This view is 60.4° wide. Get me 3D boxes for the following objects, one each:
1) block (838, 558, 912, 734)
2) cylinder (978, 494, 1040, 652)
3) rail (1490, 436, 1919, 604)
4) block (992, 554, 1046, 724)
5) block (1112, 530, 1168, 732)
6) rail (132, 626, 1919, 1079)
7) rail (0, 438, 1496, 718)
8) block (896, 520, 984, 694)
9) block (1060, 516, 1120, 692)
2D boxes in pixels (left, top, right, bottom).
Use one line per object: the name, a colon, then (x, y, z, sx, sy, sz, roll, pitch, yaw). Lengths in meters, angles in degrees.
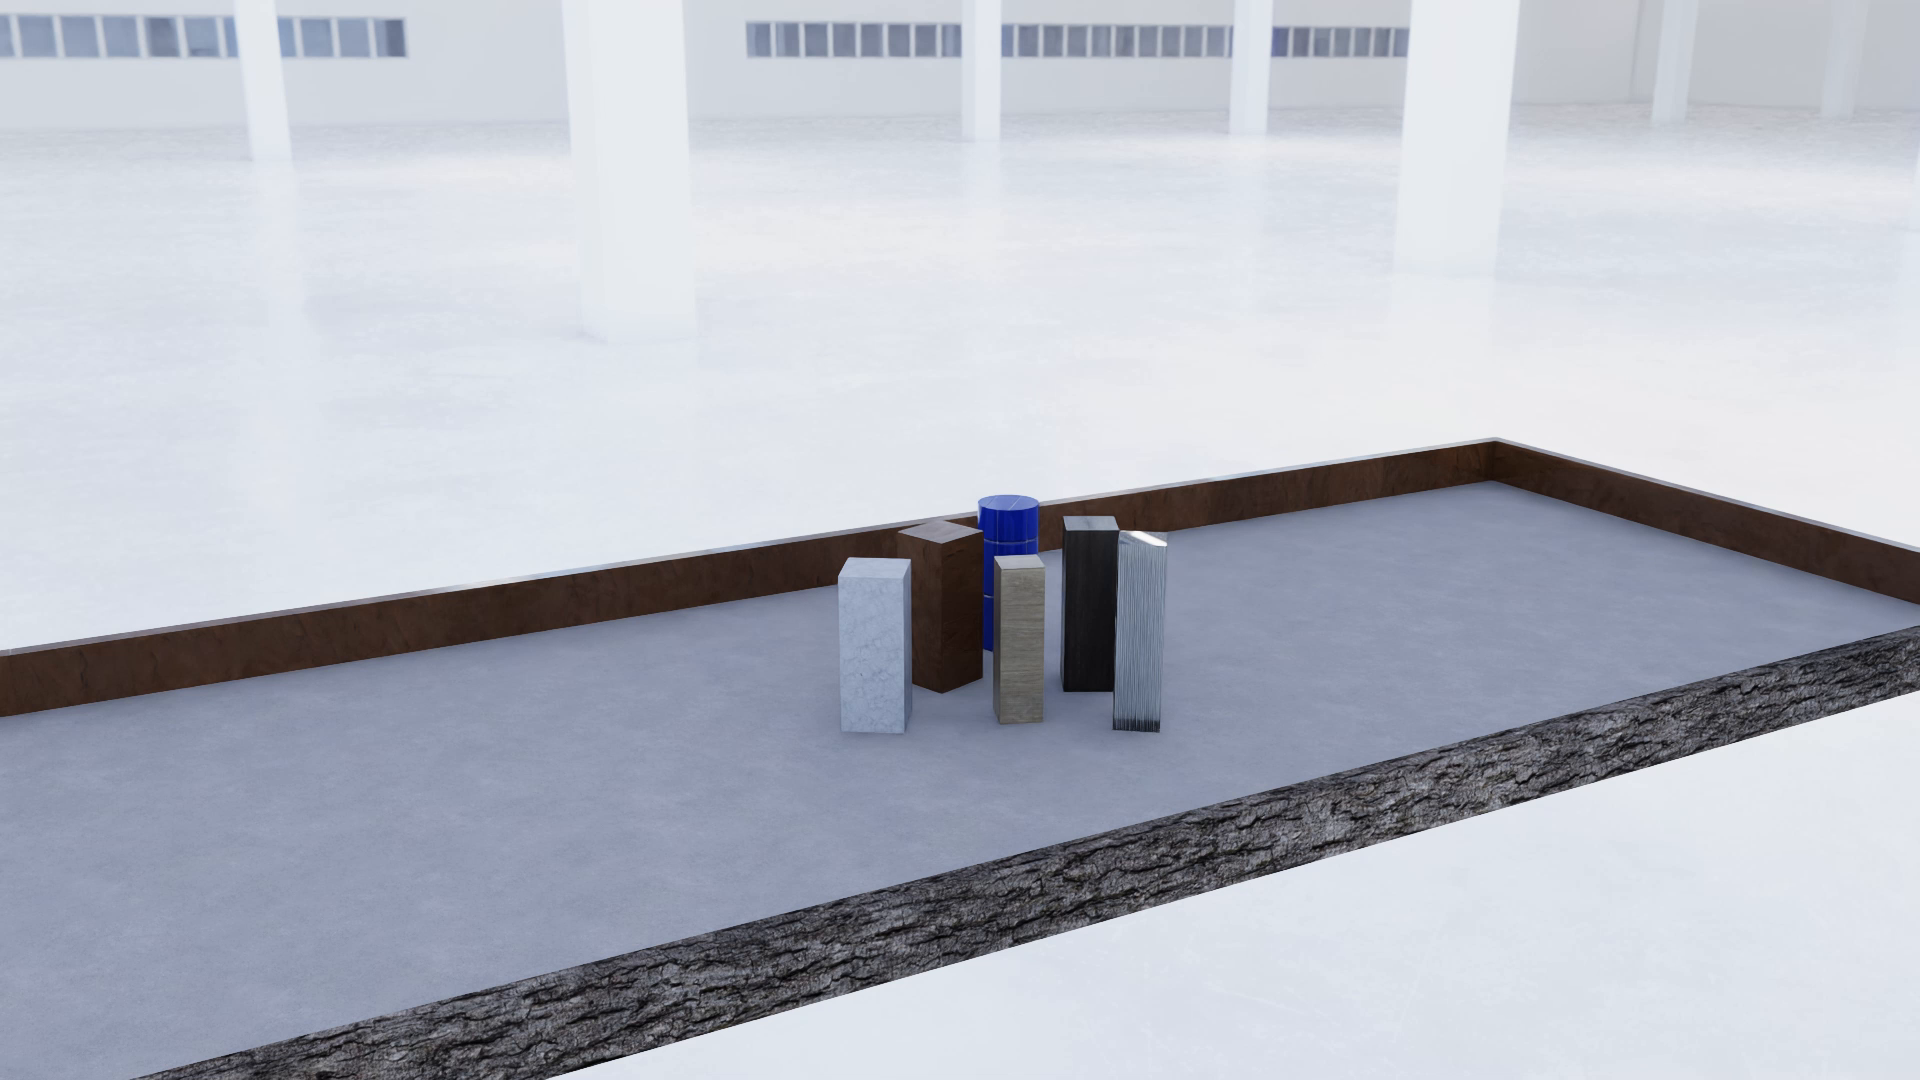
block: (-0.195, 0.245, 3.851, 0.148, 0.378, 0.148, 2, 16, 5)
cylinder: (0.126, 0.089, 4.361, 0.161, 0.390, 0.161, 0, 16, 0)
rail: (2.466, -0.048, 5.253, 0.050, 0.150, 2.100, -9, 18, -27)
block: (0.138, 0.234, 3.880, 0.102, 0.383, 0.102, -2, 17, -8)
block: (0.417, 0.213, 3.827, 0.110, 0.453, 0.110, 2, 17, 8)
rail: (-2.336, 1.006, 1.665, 12.000, 0.150, 0.050, -9, 18, -27)
rail: (-3.305, 0.497, 3.399, 12.000, 0.150, 0.050, -9, 18, -27)
block: (-0.049, 0.164, 4.111, 0.151, 0.387, 0.151, 15, 22, 41)
block: (0.319, 0.158, 4.080, 0.126, 0.415, 0.126, 0, 16, -1)
